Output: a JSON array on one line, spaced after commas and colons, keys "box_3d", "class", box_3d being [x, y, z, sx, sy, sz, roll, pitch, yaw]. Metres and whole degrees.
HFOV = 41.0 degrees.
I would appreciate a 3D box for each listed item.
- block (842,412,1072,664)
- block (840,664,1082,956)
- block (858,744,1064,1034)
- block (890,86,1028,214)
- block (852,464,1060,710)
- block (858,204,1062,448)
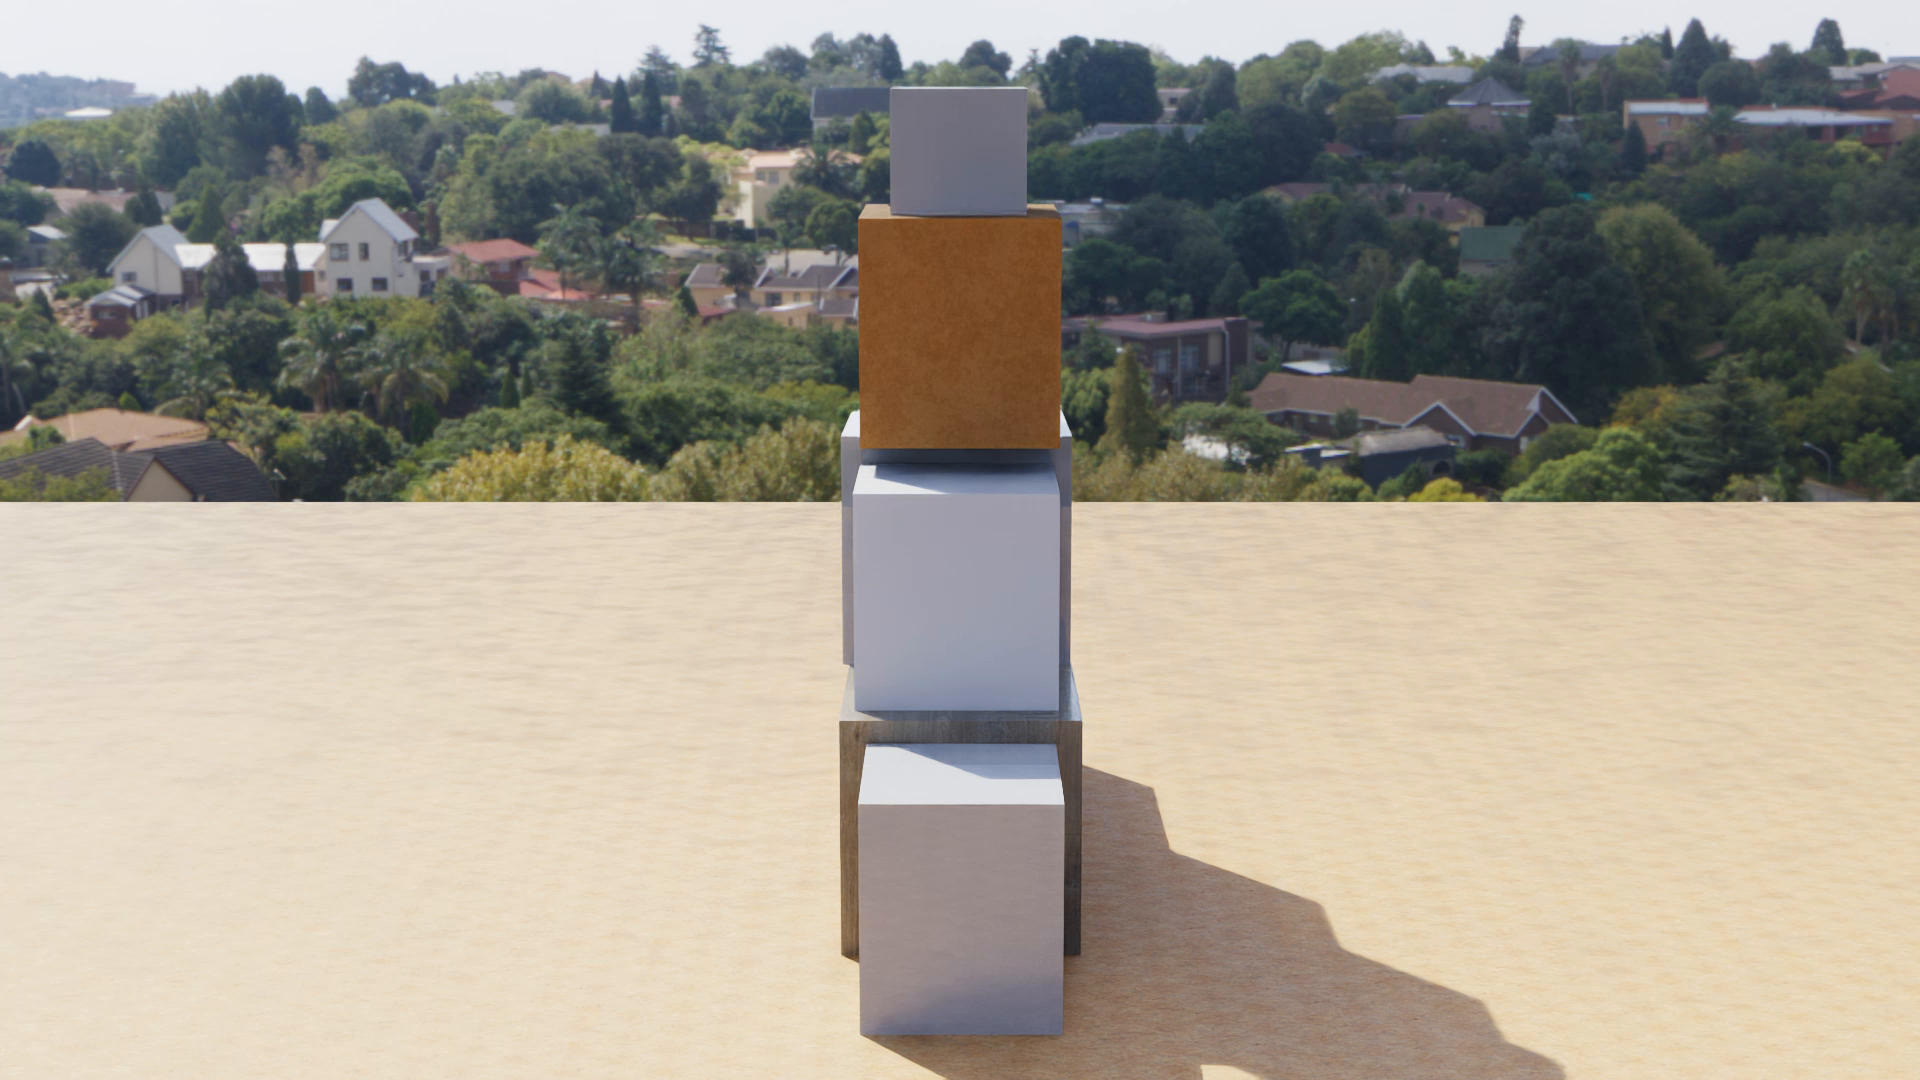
[{"box_3d": [-0.015, -0.030, 11.606, 0.990, 0.996, 1.082, 0, 8, 0], "class": "block"}, {"box_3d": [0.003, 1.106, 10.762, 0.966, 0.974, 1.015, 0, 10, 0], "class": "block"}, {"box_3d": [0.005, 1.319, 9.838, 0.752, 0.884, 0.859, 0, 10, 0], "class": "block"}, {"box_3d": [-0.006, -1.659, 10.897, 0.570, 0.520, 0.476, 0, 11, 0], "class": "block"}, {"box_3d": [-0.014, 0.180, 10.658, 0.824, 0.885, 0.804, 0, 10, 0], "class": "block"}, {"box_3d": [0.000, -0.938, 11.039, 0.833, 0.951, 0.931, 0, 11, 0], "class": "block"}]
